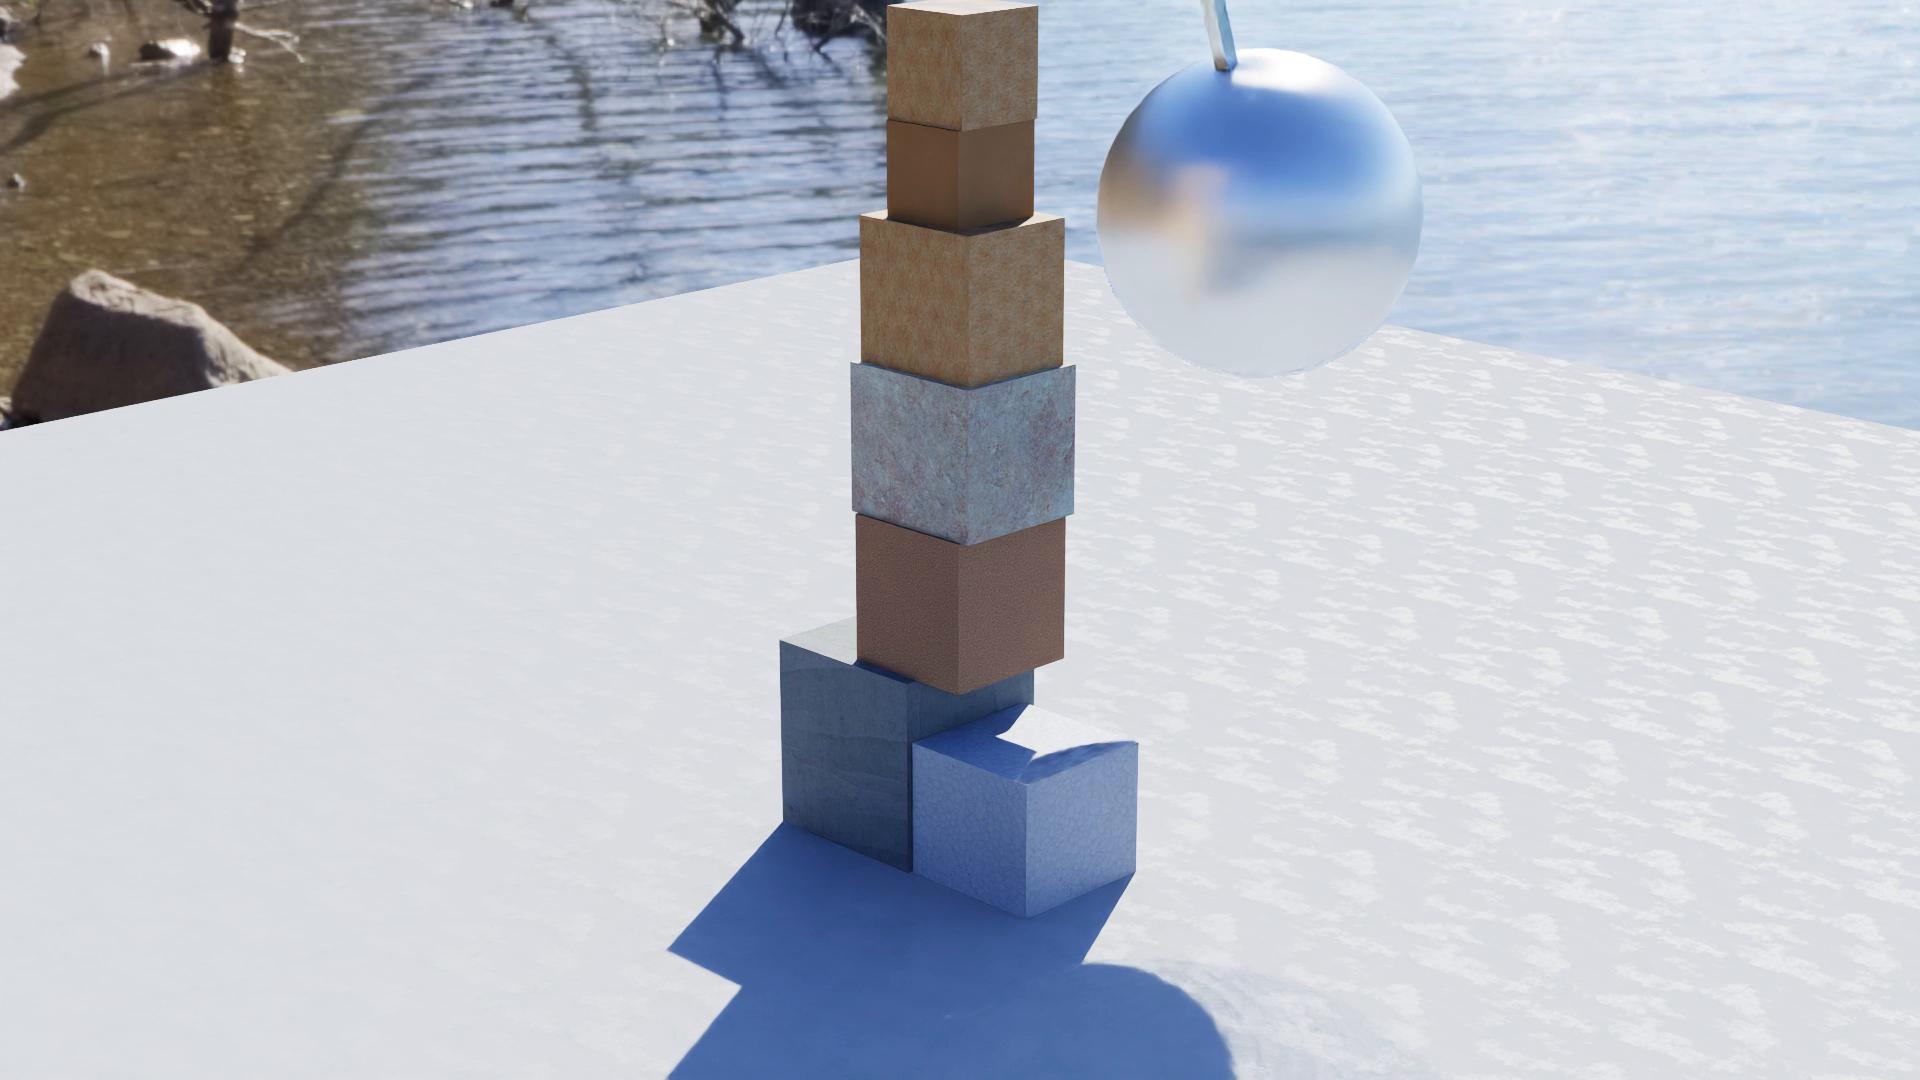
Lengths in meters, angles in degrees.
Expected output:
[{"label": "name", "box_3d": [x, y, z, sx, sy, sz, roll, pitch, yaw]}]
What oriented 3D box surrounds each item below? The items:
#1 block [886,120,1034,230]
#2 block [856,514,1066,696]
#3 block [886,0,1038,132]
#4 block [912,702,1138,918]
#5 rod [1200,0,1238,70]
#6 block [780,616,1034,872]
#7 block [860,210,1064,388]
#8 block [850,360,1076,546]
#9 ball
[{"label": "block", "box_3d": [0.003, -1.628, 12.833, 0.471, 0.429, 0.442, -17, 24, -42]}, {"label": "block", "box_3d": [0.003, 0.213, 13.412, 0.690, 0.704, 0.663, -17, 24, -42]}, {"label": "block", "box_3d": [0.011, -2.069, 12.703, 0.467, 0.490, 0.457, -17, 24, -42]}, {"label": "block", "box_3d": [0.297, 1.223, 13.391, 0.732, 0.638, 0.719, -17, 24, -42]}, {"label": "rod", "box_3d": [0.636, -4.394, 12.627, 0.080, 5.200, 0.080, 17, 44, 42]}, {"label": "block", "box_3d": [-0.250, 0.911, 13.907, 0.835, 0.924, 0.862, -17, 24, -42]}, {"label": "block", "box_3d": [0.008, -1.108, 13.002, 0.599, 0.665, 0.681, -17, 24, -42]}, {"label": "block", "box_3d": [0.013, -0.459, 13.211, 0.680, 0.699, 0.749, -17, 24, -42]}, {"label": "ball", "box_3d": [1.467, -1.600, 14.376, 1.600, 1.600, 1.600, 0, 17, 0]}]
